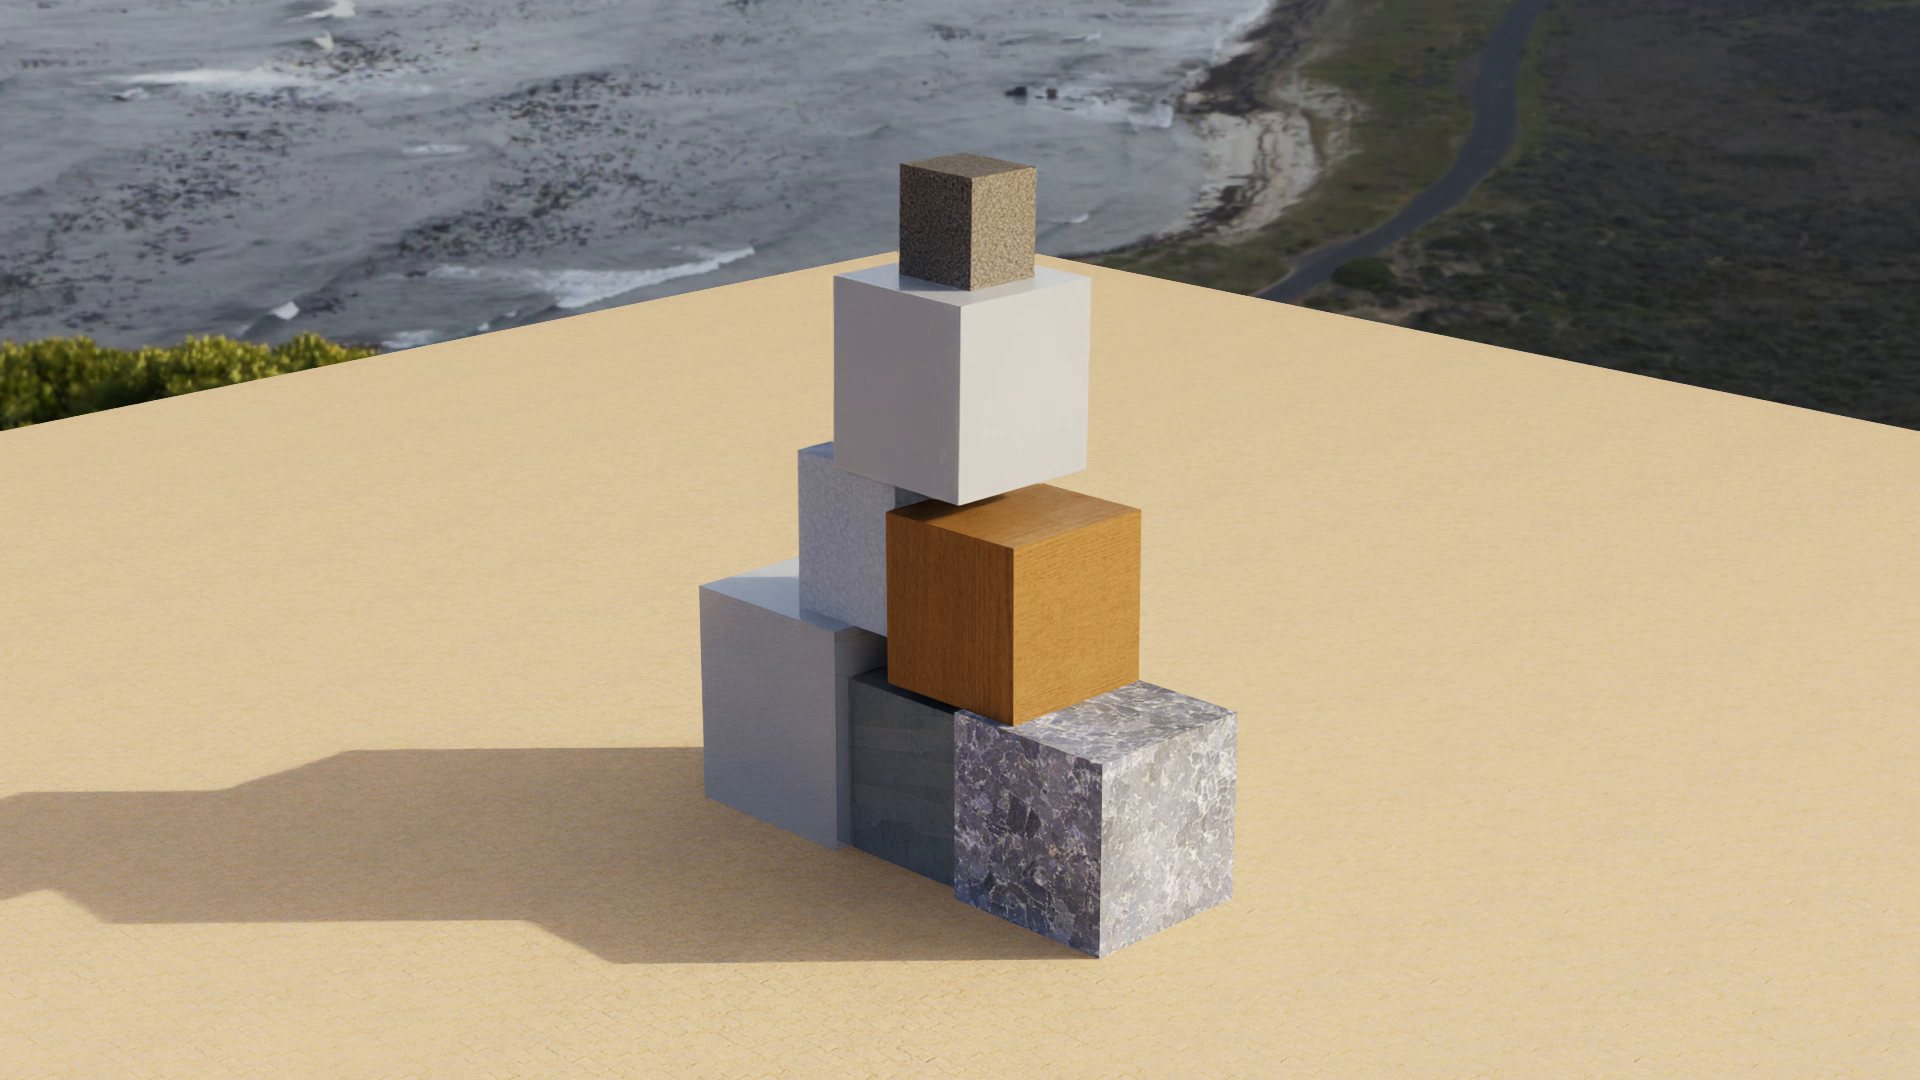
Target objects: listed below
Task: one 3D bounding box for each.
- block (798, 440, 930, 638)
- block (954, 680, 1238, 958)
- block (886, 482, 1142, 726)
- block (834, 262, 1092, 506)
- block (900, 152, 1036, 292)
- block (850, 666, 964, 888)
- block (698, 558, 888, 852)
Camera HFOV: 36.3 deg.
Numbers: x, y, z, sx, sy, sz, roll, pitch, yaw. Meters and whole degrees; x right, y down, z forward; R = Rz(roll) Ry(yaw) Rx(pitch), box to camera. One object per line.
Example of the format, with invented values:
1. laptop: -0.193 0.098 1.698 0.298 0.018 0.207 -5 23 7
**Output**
1. block: -0.283 -0.052 13.617 0.670 0.763 0.647 -17 25 -42
2. block: 0.601 1.187 13.072 0.887 0.896 0.884 -17 24 -42
3. block: 0.241 0.256 13.191 0.820 0.810 0.792 -17 24 -42
4. block: 0.006 -0.745 13.092 0.816 0.883 0.796 -17 25 -42
5. block: 0.033 -1.405 12.895 0.400 0.494 0.446 -17 25 -42
6. block: 0.038 1.035 13.654 0.787 0.838 0.743 -17 24 -42
7. block: -0.573 0.736 14.193 0.958 1.085 0.955 -17 24 -42
